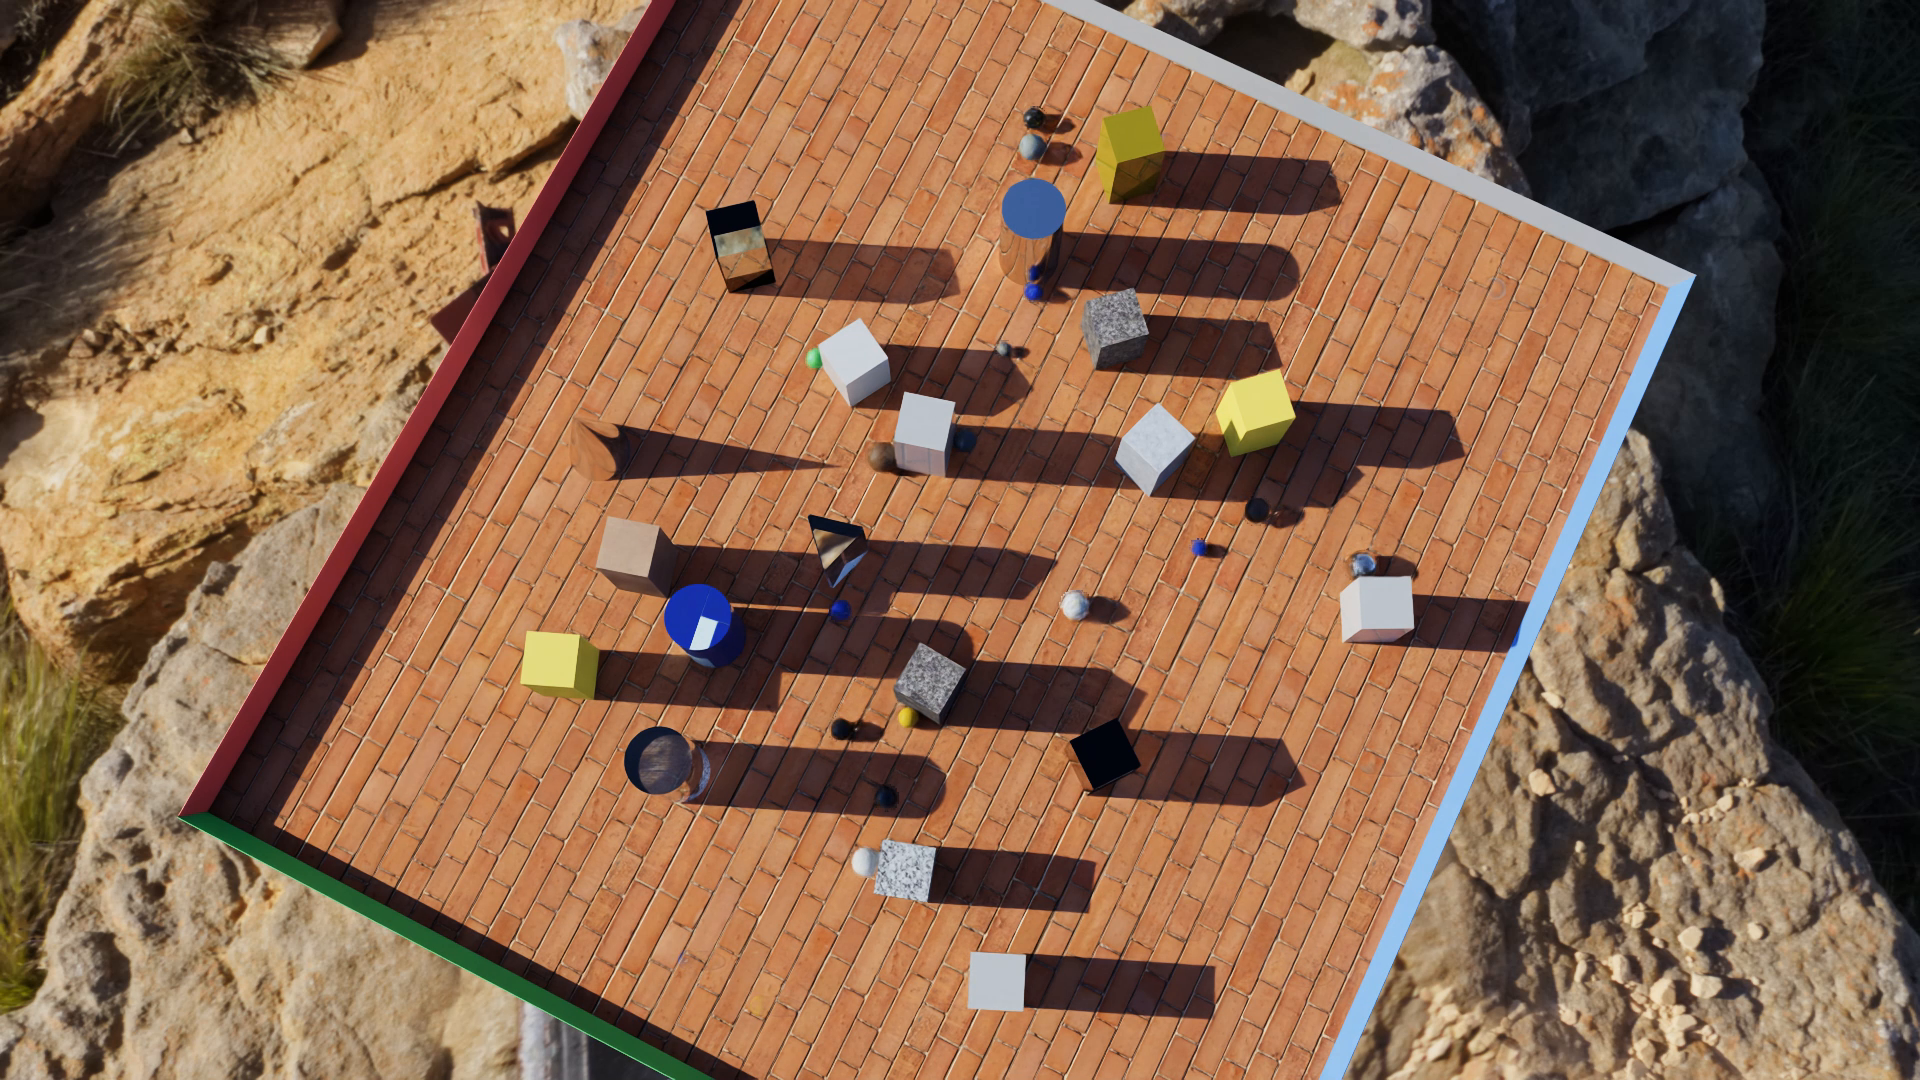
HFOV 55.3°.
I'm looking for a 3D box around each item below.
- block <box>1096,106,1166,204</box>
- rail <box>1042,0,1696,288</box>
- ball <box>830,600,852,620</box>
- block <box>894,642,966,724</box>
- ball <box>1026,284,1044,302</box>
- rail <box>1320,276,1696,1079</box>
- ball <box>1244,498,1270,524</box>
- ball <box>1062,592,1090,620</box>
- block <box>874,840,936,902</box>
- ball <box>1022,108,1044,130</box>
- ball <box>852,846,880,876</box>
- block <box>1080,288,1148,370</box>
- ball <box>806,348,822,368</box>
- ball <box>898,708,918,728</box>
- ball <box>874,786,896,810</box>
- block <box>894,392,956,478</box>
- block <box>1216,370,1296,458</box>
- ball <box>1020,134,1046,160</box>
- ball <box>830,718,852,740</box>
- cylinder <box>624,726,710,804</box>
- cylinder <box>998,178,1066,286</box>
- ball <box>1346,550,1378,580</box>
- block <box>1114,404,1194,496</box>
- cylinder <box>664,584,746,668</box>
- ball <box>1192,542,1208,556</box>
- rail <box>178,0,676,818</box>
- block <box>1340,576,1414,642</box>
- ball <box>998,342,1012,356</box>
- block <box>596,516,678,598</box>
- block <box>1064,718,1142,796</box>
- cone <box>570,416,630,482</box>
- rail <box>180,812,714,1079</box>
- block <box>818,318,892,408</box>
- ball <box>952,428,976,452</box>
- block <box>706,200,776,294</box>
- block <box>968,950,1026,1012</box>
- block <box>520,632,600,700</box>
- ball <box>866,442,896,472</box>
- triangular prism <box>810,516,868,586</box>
[{"bbox_3d":[0.527,-1.194,5.698,0.152,0.323,0.152,-15,79,-3],"label":"block"},{"bbox_3d":[0.776,-1.514,5.865,3.328,0.124,0.045,26,80,5],"label":"rail"},{"bbox_3d":[-0.359,0.212,5.540,0.063,0.063,0.063,0,78,0],"label":"ball"},{"bbox_3d":[-0.087,0.425,5.378,0.152,0.294,0.152,30,80,6],"label":"block"},{"bbox_3d":[0.233,-0.776,5.748,0.056,0.056,0.056,0,78,0],"label":"ball"},{"bbox_3d":[1.467,0.725,5.402,0.045,0.124,3.519,26,80,5],"label":"rail"},{"bbox_3d":[0.907,-0.089,5.595,0.079,0.079,0.079,0,78,0],"label":"ball"},{"bbox_3d":[0.350,0.200,5.532,0.085,0.085,0.085,0,78,0],"label":"ball"},{"bbox_3d":[-0.156,0.957,5.289,0.152,0.254,0.152,9,78,2],"label":"block"},{"bbox_3d":[0.236,-1.348,5.860,0.069,0.069,0.069,0,78,0],"label":"ball"},{"bbox_3d":[-0.273,0.944,5.376,0.088,0.088,0.088,0,78,0],"label":"ball"},{"bbox_3d":[0.473,-0.645,5.628,0.152,0.238,0.152,-16,79,-3],"label":"block"},{"bbox_3d":[-0.446,-0.565,5.701,0.063,0.063,0.063,0,78,0],"label":"ball"},{"bbox_3d":[-0.153,0.531,5.476,0.061,0.061,0.061,0,78,0],"label":"ball"},{"bbox_3d":[-0.220,0.764,5.425,0.067,0.067,0.067,0,78,0],"label":"ball"},{"bbox_3d":[-0.104,-0.314,5.516,0.152,0.324,0.152,12,79,2],"label":"block"},{"bbox_3d":[0.890,-0.379,5.535,0.152,0.313,0.152,-16,79,-3],"label":"block"},{"bbox_3d":[0.229,-1.250,5.833,0.083,0.083,0.083,0,78,0],"label":"ball"},{"bbox_3d":[-0.354,0.565,5.466,0.066,0.066,0.066,0,78,0],"label":"ball"},{"bbox_3d":[-0.841,0.652,5.288,0.190,0.378,0.190,0,78,0],"label":"cylinder"},{"bbox_3d":[0.218,-0.935,5.601,0.190,0.408,0.190,0,78,0],"label":"cylinder"},{"bbox_3d":[1.216,0.079,5.552,0.095,0.095,0.095,0,78,0],"label":"ball"},{"bbox_3d":[0.583,-0.269,5.518,0.152,0.301,0.152,44,82,8],"label":"block"},{"bbox_3d":[-0.743,0.255,5.374,0.190,0.370,0.190,0,78,0],"label":"cylinder"},{"bbox_3d":[0.730,0.027,5.586,0.048,0.048,0.048,0,78,0],"label":"ball"},{"bbox_3d":[-1.467,-0.712,5.700,0.045,0.124,3.519,26,80,5],"label":"rail"},{"bbox_3d":[1.234,0.208,5.437,0.152,0.267,0.152,-1,78,0],"label":"block"},{"bbox_3d":[0.140,-0.594,5.717,0.044,0.044,0.044,0,78,0],"label":"ball"},{"bbox_3d":[-0.951,0.055,5.421,0.152,0.360,0.152,11,79,2],"label":"block"},{"bbox_3d":[0.413,0.634,5.343,0.152,0.279,0.152,-26,79,-5],"label":"block"},{"bbox_3d":[-1.114,-0.316,5.474,0.190,0.408,0.190,0,78,0],"label":"cone"},{"bbox_3d":[-0.776,1.527,5.236,3.328,0.124,0.045,26,80,5],"label":"rail"},{"bbox_3d":[-0.321,-0.540,5.605,0.152,0.240,0.152,-34,80,-7],"label":"block"},{"bbox_3d":[0.015,-0.306,5.642,0.073,0.073,0.073,0,78,0],"label":"ball"},{"bbox_3d":[-0.673,-0.900,5.642,0.152,0.314,0.152,-13,79,-3],"label":"block"},{"bbox_3d":[0.102,1.249,5.203,0.152,0.303,0.152,3,78,1],"label":"block"},{"bbox_3d":[-1.172,0.371,5.388,0.152,0.298,0.152,4,78,1],"label":"block"},{"bbox_3d":[-0.238,-0.255,5.621,0.095,0.095,0.095,0,78,0],"label":"ball"},{"bbox_3d":[-0.387,0.008,5.456,0.143,0.311,0.165,43,81,8],"label":"triangular prism"}]
